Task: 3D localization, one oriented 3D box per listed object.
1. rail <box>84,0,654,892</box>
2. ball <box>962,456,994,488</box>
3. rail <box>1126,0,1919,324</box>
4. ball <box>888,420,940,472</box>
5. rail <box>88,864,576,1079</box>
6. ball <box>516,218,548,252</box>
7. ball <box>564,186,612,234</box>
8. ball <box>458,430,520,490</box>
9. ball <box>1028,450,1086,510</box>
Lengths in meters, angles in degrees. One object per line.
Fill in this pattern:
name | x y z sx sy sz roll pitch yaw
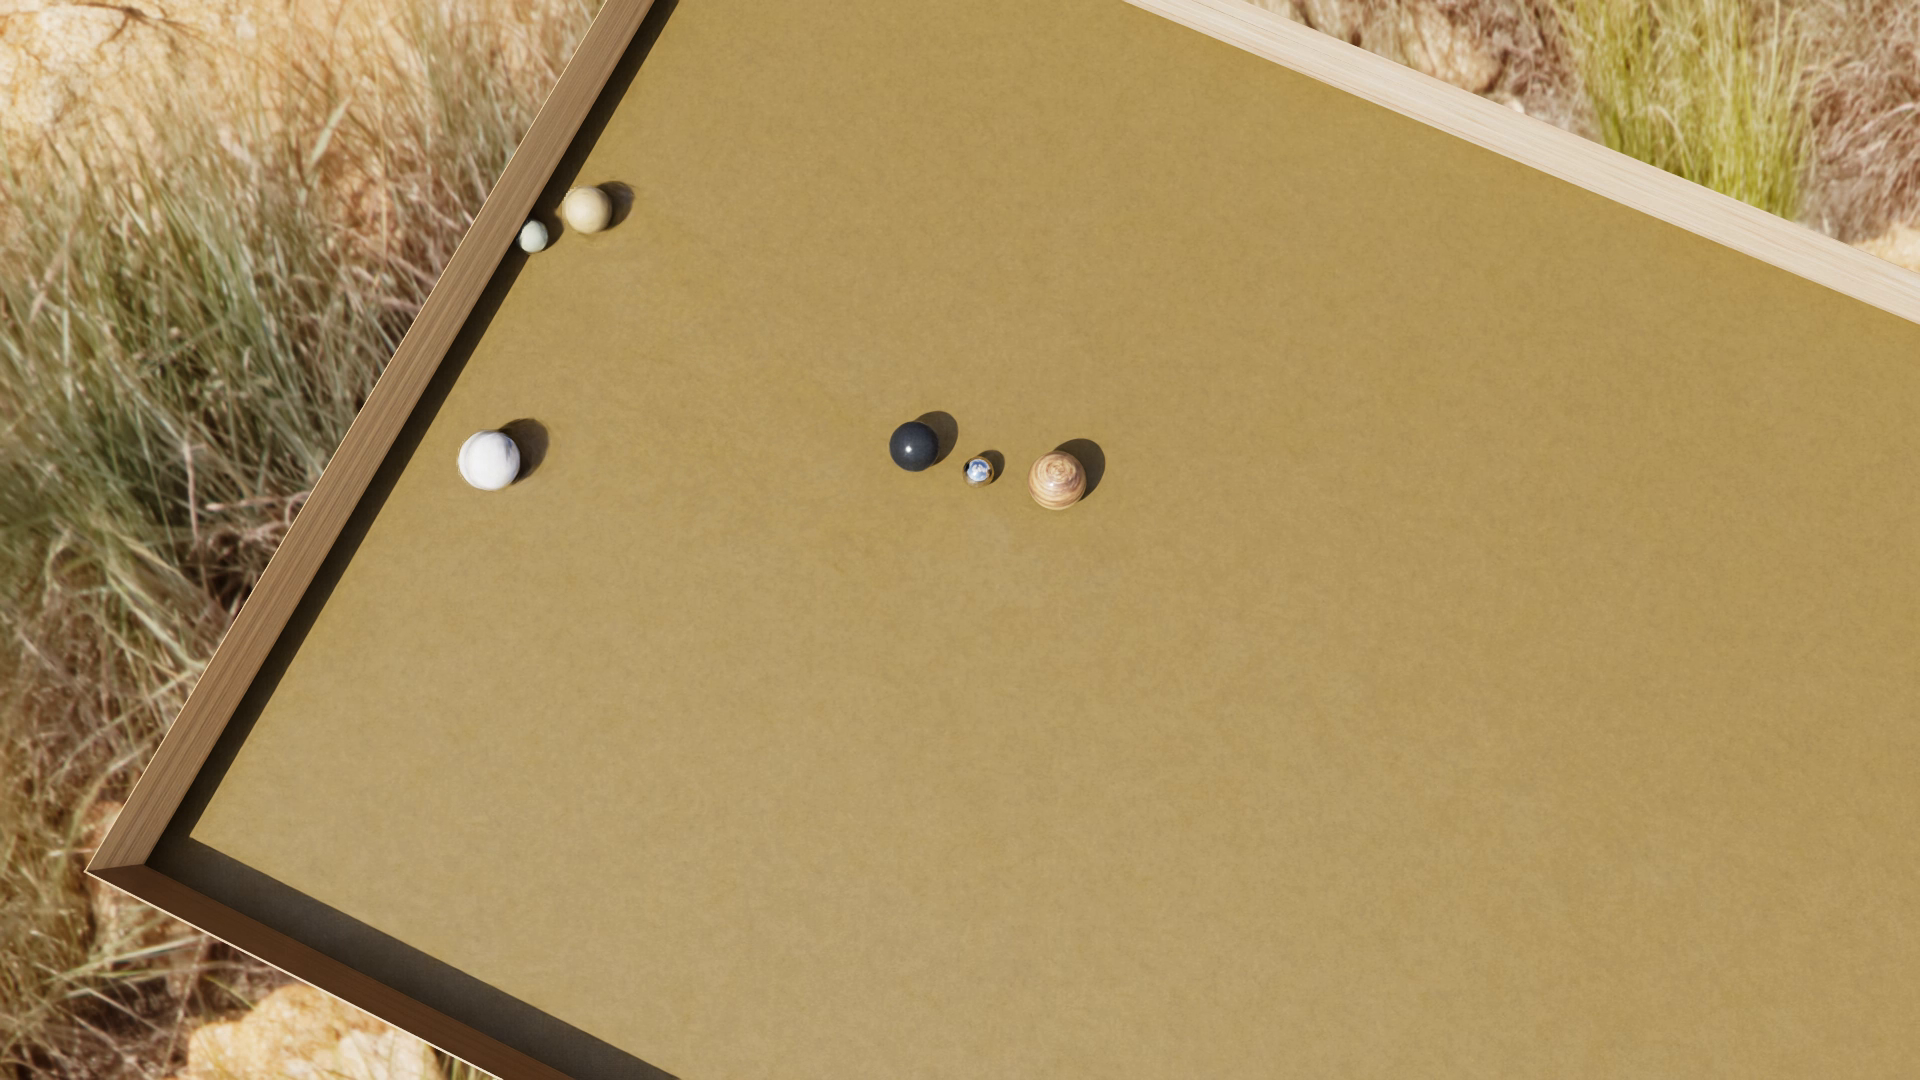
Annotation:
rail | -0.803 -0.367 3.500 0.045 0.123 2.033 24 73 8
ball | 0.028 -0.106 3.453 0.051 0.051 0.051 0 72 0
rail | 1.248 -0.492 3.541 3.645 0.123 0.045 24 73 8
ball | -0.071 -0.147 3.450 0.081 0.081 0.081 0 72 0
rail | 0.401 1.213 2.975 3.645 0.123 0.045 24 73 8
ball | -0.697 -0.496 3.580 0.054 0.054 0.054 0 72 0
ball | -0.606 -0.537 3.582 0.078 0.078 0.078 0 72 0
ball | -0.735 -0.124 3.435 0.095 0.095 0.095 0 72 0
ball | 0.151 -0.093 3.426 0.093 0.093 0.093 0 72 0
